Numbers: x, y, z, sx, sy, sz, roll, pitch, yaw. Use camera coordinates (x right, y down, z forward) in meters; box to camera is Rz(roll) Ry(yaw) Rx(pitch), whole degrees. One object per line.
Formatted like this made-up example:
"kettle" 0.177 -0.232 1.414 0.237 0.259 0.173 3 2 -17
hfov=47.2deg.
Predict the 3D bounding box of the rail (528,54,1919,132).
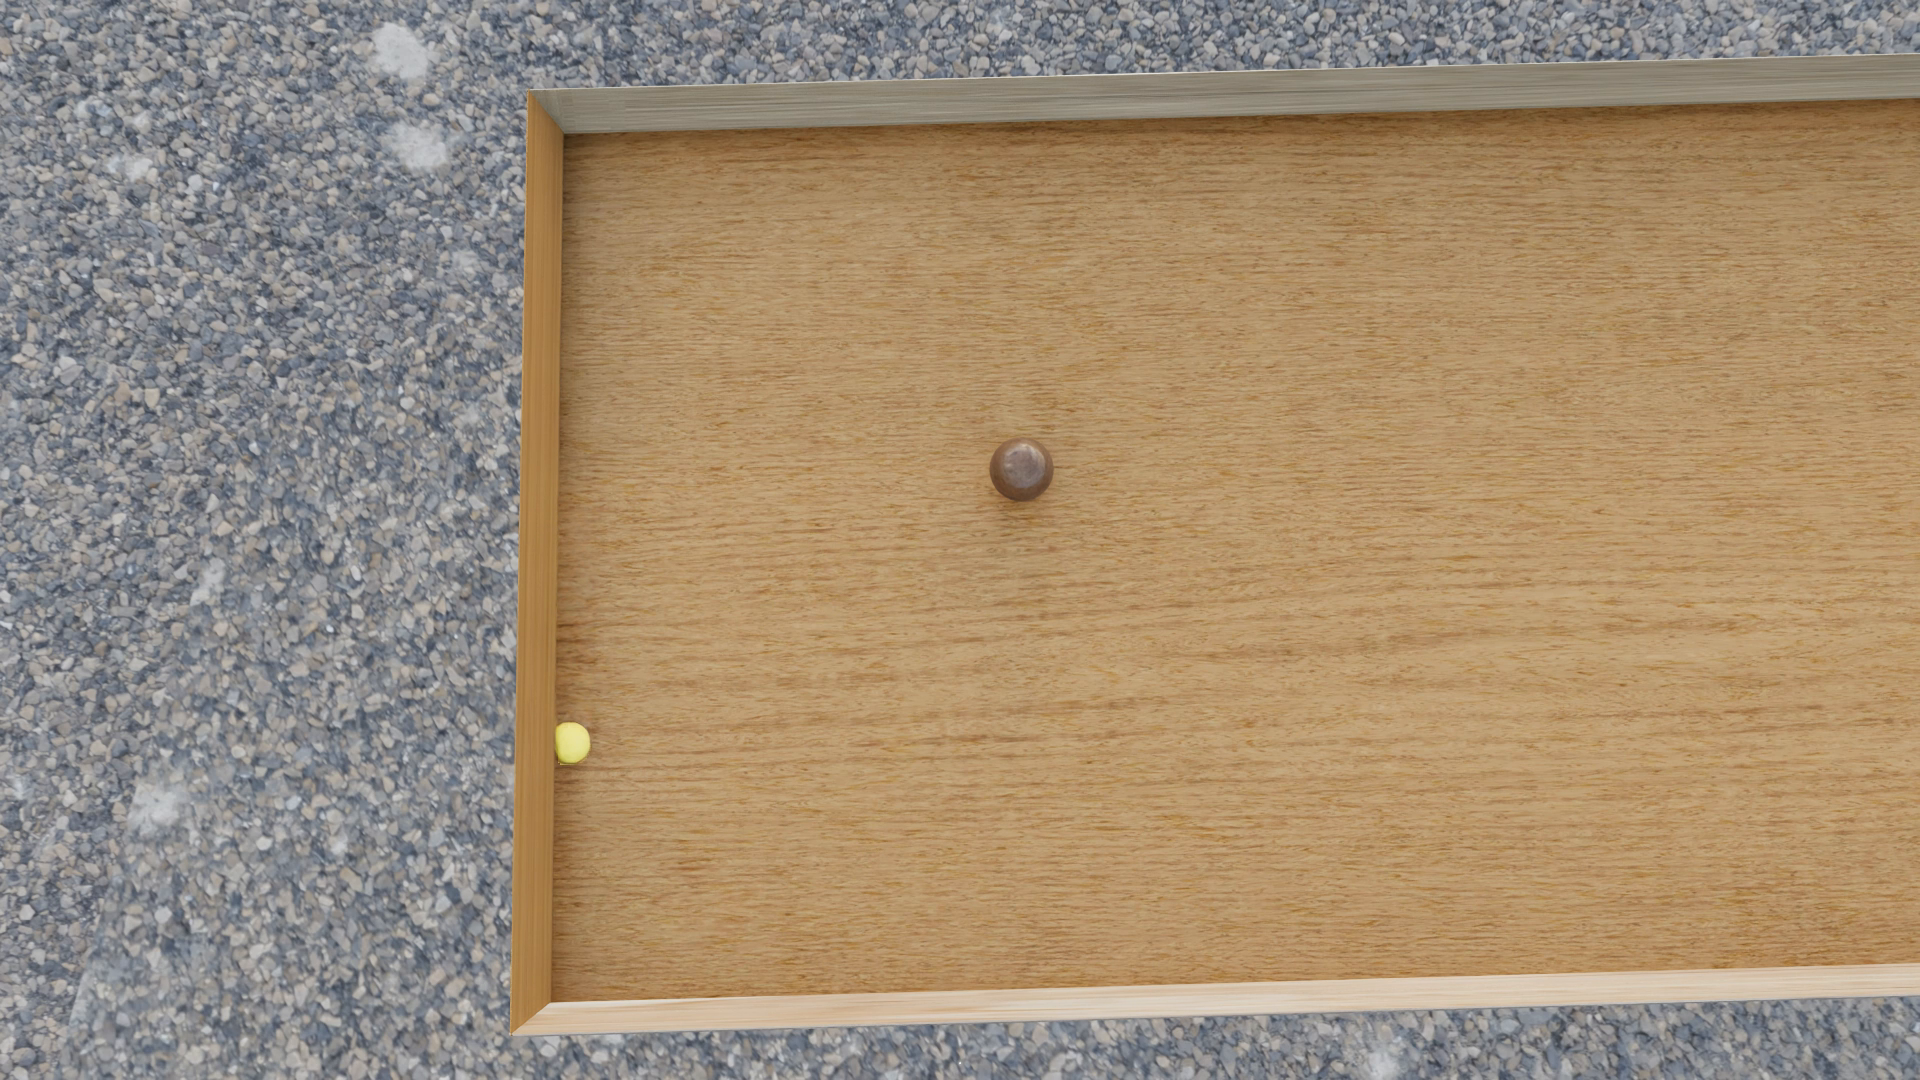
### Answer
"rail" 0.629 -0.694 3.459 2.594 0.127 0.045 -2 77 0

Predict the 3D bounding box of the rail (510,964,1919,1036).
"rail" 0.668 0.647 3.140 2.594 0.127 0.045 -2 77 0

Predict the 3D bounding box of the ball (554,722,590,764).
"ball" -0.578 0.300 3.257 0.061 0.061 0.061 0 77 0

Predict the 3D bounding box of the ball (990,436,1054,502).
"ball" 0.093 -0.107 3.335 0.098 0.098 0.098 0 77 0

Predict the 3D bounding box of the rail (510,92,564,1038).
"rail" -0.625 0.011 3.291 0.045 0.127 1.427 -2 77 0
